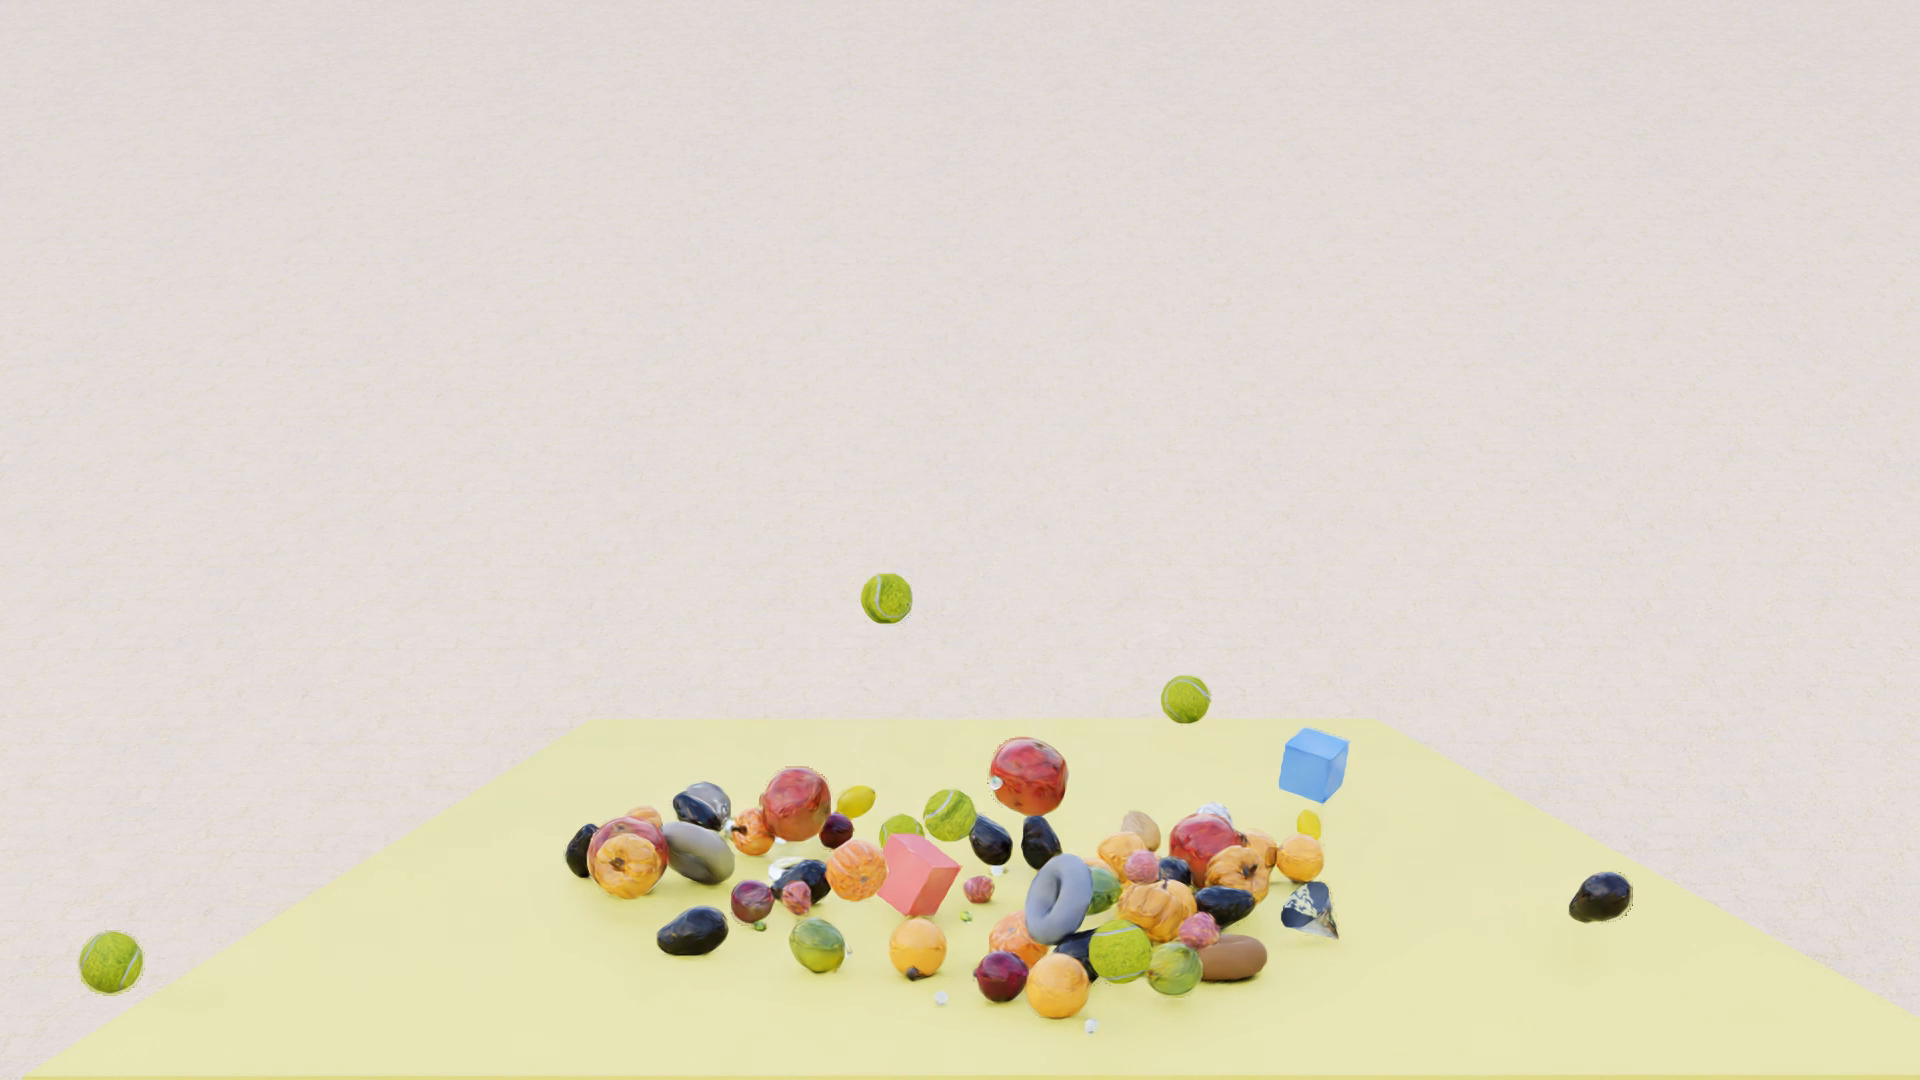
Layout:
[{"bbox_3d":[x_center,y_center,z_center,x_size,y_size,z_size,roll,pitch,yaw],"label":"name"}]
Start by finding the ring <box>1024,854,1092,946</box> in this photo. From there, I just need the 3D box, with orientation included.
[{"bbox_3d":[0.117,0.429,3.079,0.038,0.114,0.114,25,17,-24],"label":"ring"}]

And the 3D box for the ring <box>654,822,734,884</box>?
[{"bbox_3d":[-0.391,0.461,3.804,0.129,0.129,0.043,12,56,22],"label":"ring"}]

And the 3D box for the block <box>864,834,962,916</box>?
[{"bbox_3d":[-0.064,0.458,3.525,0.080,0.080,0.080,34,10,28],"label":"block"}]

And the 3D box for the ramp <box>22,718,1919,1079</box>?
[{"bbox_3d":[0.060,0.545,4.581,2.000,0.100,4.000,0,1,0],"label":"ramp"}]

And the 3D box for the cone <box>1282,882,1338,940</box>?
[{"bbox_3d":[0.468,0.495,3.338,0.076,0.076,0.076,-36,25,19],"label":"cone"}]

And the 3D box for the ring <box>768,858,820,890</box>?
[{"bbox_3d":[-0.245,0.491,3.805,0.076,0.025,0.076,3,19,-1],"label":"ring"}]

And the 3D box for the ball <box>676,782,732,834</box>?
[{"bbox_3d":[-0.431,0.454,4.349,0.092,0.092,0.092,0,27,0],"label":"ball"}]

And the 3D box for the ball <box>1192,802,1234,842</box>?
[{"bbox_3d":[0.419,0.468,4.277,0.066,0.066,0.066,0,27,0],"label":"ball"}]

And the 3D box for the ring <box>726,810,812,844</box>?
[{"bbox_3d":[-0.318,0.475,4.271,0.143,0.048,0.143,-3,-2,0],"label":"ring"}]

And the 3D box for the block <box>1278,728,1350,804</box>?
[{"bbox_3d":[0.629,0.400,4.585,0.088,0.088,0.088,18,26,27],"label":"block"}]

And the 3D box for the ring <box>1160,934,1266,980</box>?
[{"bbox_3d":[0.306,0.503,3.112,0.128,0.043,0.128,-3,-1,0],"label":"ring"}]
